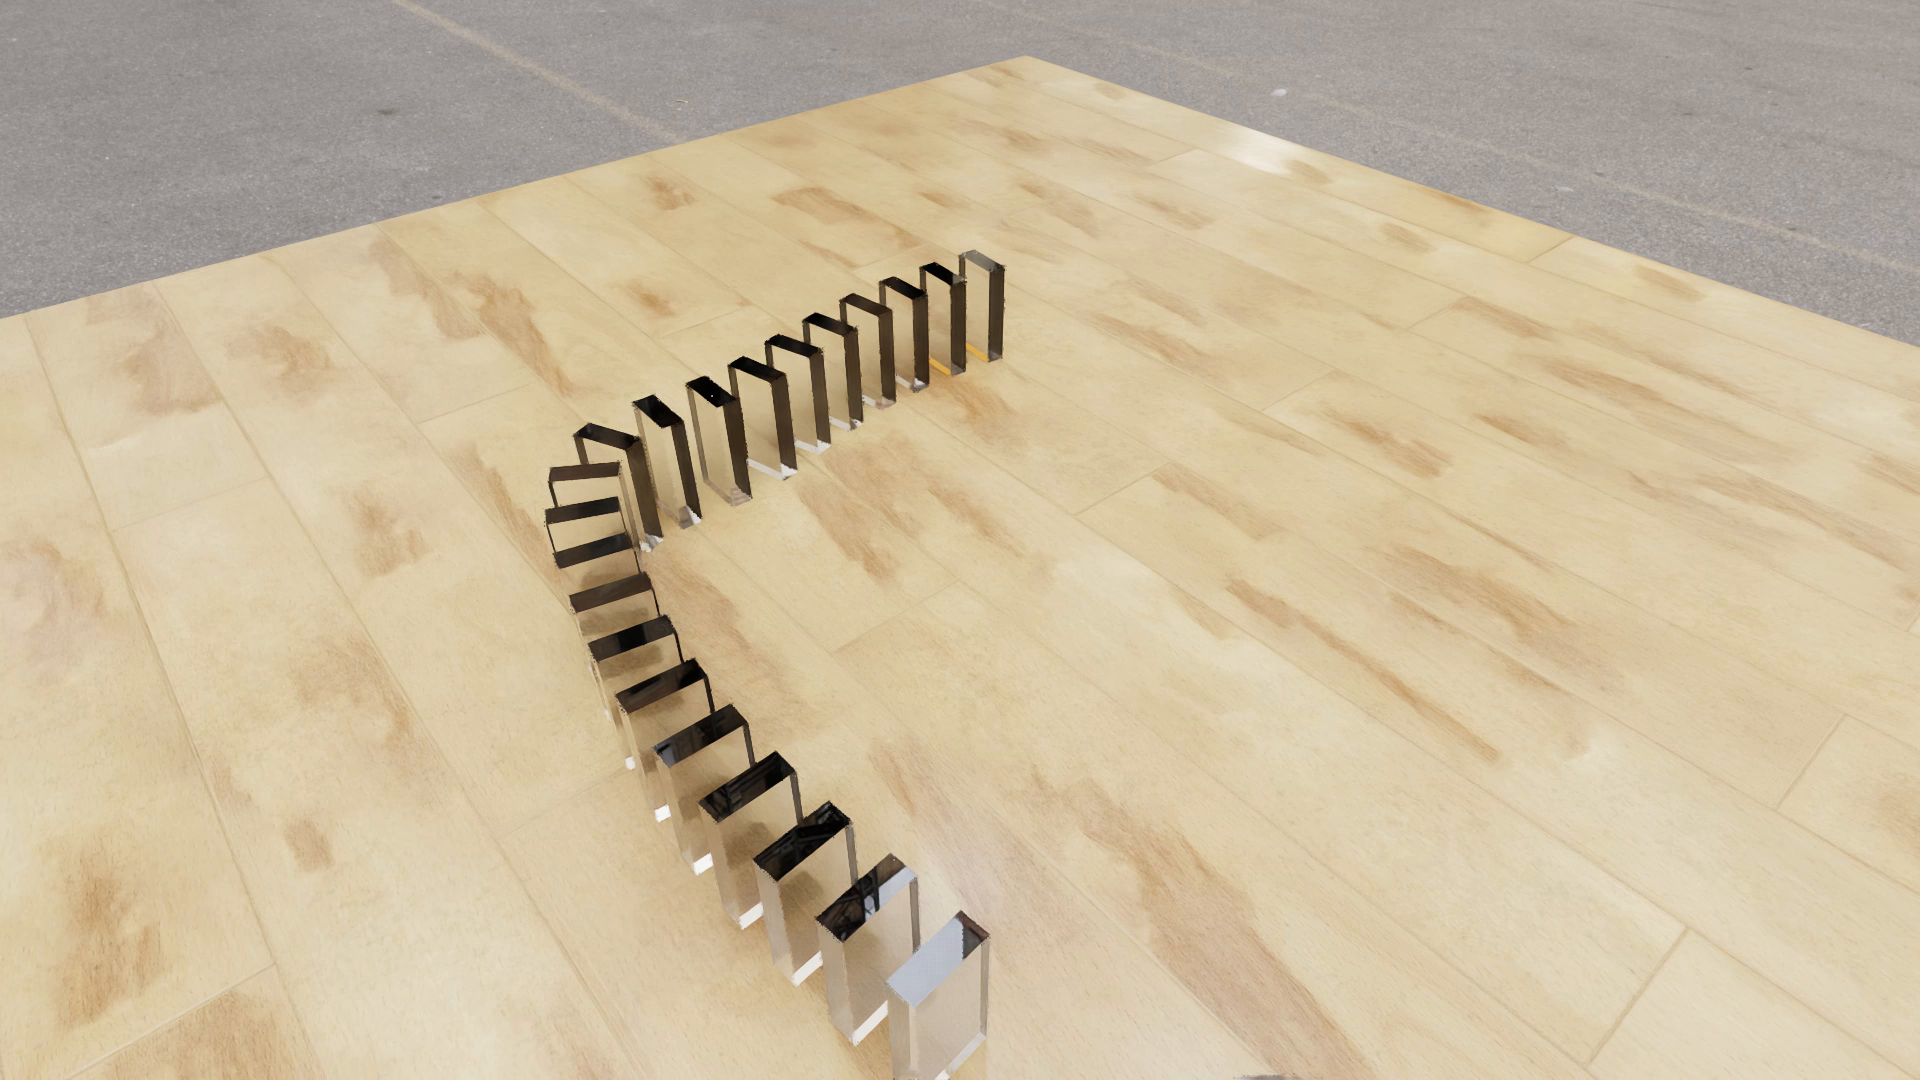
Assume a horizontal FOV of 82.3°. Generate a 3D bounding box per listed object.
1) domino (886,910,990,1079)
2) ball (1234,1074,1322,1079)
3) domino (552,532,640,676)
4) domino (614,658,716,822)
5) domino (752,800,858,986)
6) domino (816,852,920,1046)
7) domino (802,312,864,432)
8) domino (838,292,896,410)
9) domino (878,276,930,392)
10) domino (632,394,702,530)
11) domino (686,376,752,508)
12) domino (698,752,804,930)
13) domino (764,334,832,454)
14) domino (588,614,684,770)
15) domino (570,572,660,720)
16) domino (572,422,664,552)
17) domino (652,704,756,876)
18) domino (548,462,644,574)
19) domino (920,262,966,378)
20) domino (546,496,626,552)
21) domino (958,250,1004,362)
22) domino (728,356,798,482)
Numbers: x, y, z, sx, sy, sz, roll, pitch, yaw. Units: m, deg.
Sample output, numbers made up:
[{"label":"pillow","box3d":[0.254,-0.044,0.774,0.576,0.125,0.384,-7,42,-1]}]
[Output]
[{"label":"domino","box3d":[-0.005,0.116,0.270,0.010,0.050,0.025,31,48,32]},{"label":"ball","box3d":[0.065,0.146,0.209,0.080,0.080,0.080,0,39,0]},{"label":"domino","box3d":[-0.123,0.023,0.384,0.025,0.050,0.009,-18,43,-21]},{"label":"domino","box3d":[-0.087,0.062,0.336,0.025,0.050,0.009,-25,45,-27]},{"label":"domino","box3d":[-0.040,0.095,0.295,0.010,0.050,0.025,31,49,32]},{"label":"domino","box3d":[-0.022,0.106,0.282,0.010,0.050,0.025,30,48,32]},{"label":"domino","box3d":[-0.058,-0.077,0.505,0.025,0.050,0.009,26,46,28]},{"label":"domino","box3d":[-0.043,-0.089,0.520,0.025,0.050,0.010,29,47,30]},{"label":"domino","box3d":[-0.027,-0.099,0.533,0.009,0.050,0.025,-29,48,-31]},{"label":"domino","box3d":[-0.119,-0.032,0.450,0.010,0.050,0.025,-28,47,-30]},{"label":"domino","box3d":[-0.101,-0.041,0.461,0.009,0.050,0.025,-28,47,-30]},{"label":"domino","box3d":[-0.056,0.085,0.308,0.025,0.050,0.009,-31,48,-32]},{"label":"domino","box3d":[-0.072,-0.065,0.490,0.025,0.050,0.009,22,44,25]},{"label":"domino","box3d":[-0.100,0.049,0.351,0.025,0.050,0.010,-21,44,-23]},{"label":"domino","box3d":[-0.111,0.036,0.368,0.025,0.050,0.010,-18,43,-21]},{"label":"domino","box3d":[-0.135,-0.020,0.436,0.025,0.050,0.009,17,42,19]},{"label":"domino","box3d":[-0.072,0.073,0.322,0.025,0.050,0.009,-28,47,-30]},{"label":"domino","box3d":[-0.138,-0.006,0.418,0.025,0.050,0.010,-6,40,-7]},{"label":"domino","box3d":[-0.008,-0.109,0.544,0.010,0.050,0.025,-26,46,-28]},{"label":"domino","box3d":[-0.132,0.009,0.401,0.025,0.050,0.009,-12,41,-14]},{"label":"domino","box3d":[0.011,-0.118,0.555,0.010,0.050,0.025,-25,45,-27]},{"label":"domino","box3d":[-0.085,-0.052,0.475,0.025,0.050,0.010,25,45,27]}]
